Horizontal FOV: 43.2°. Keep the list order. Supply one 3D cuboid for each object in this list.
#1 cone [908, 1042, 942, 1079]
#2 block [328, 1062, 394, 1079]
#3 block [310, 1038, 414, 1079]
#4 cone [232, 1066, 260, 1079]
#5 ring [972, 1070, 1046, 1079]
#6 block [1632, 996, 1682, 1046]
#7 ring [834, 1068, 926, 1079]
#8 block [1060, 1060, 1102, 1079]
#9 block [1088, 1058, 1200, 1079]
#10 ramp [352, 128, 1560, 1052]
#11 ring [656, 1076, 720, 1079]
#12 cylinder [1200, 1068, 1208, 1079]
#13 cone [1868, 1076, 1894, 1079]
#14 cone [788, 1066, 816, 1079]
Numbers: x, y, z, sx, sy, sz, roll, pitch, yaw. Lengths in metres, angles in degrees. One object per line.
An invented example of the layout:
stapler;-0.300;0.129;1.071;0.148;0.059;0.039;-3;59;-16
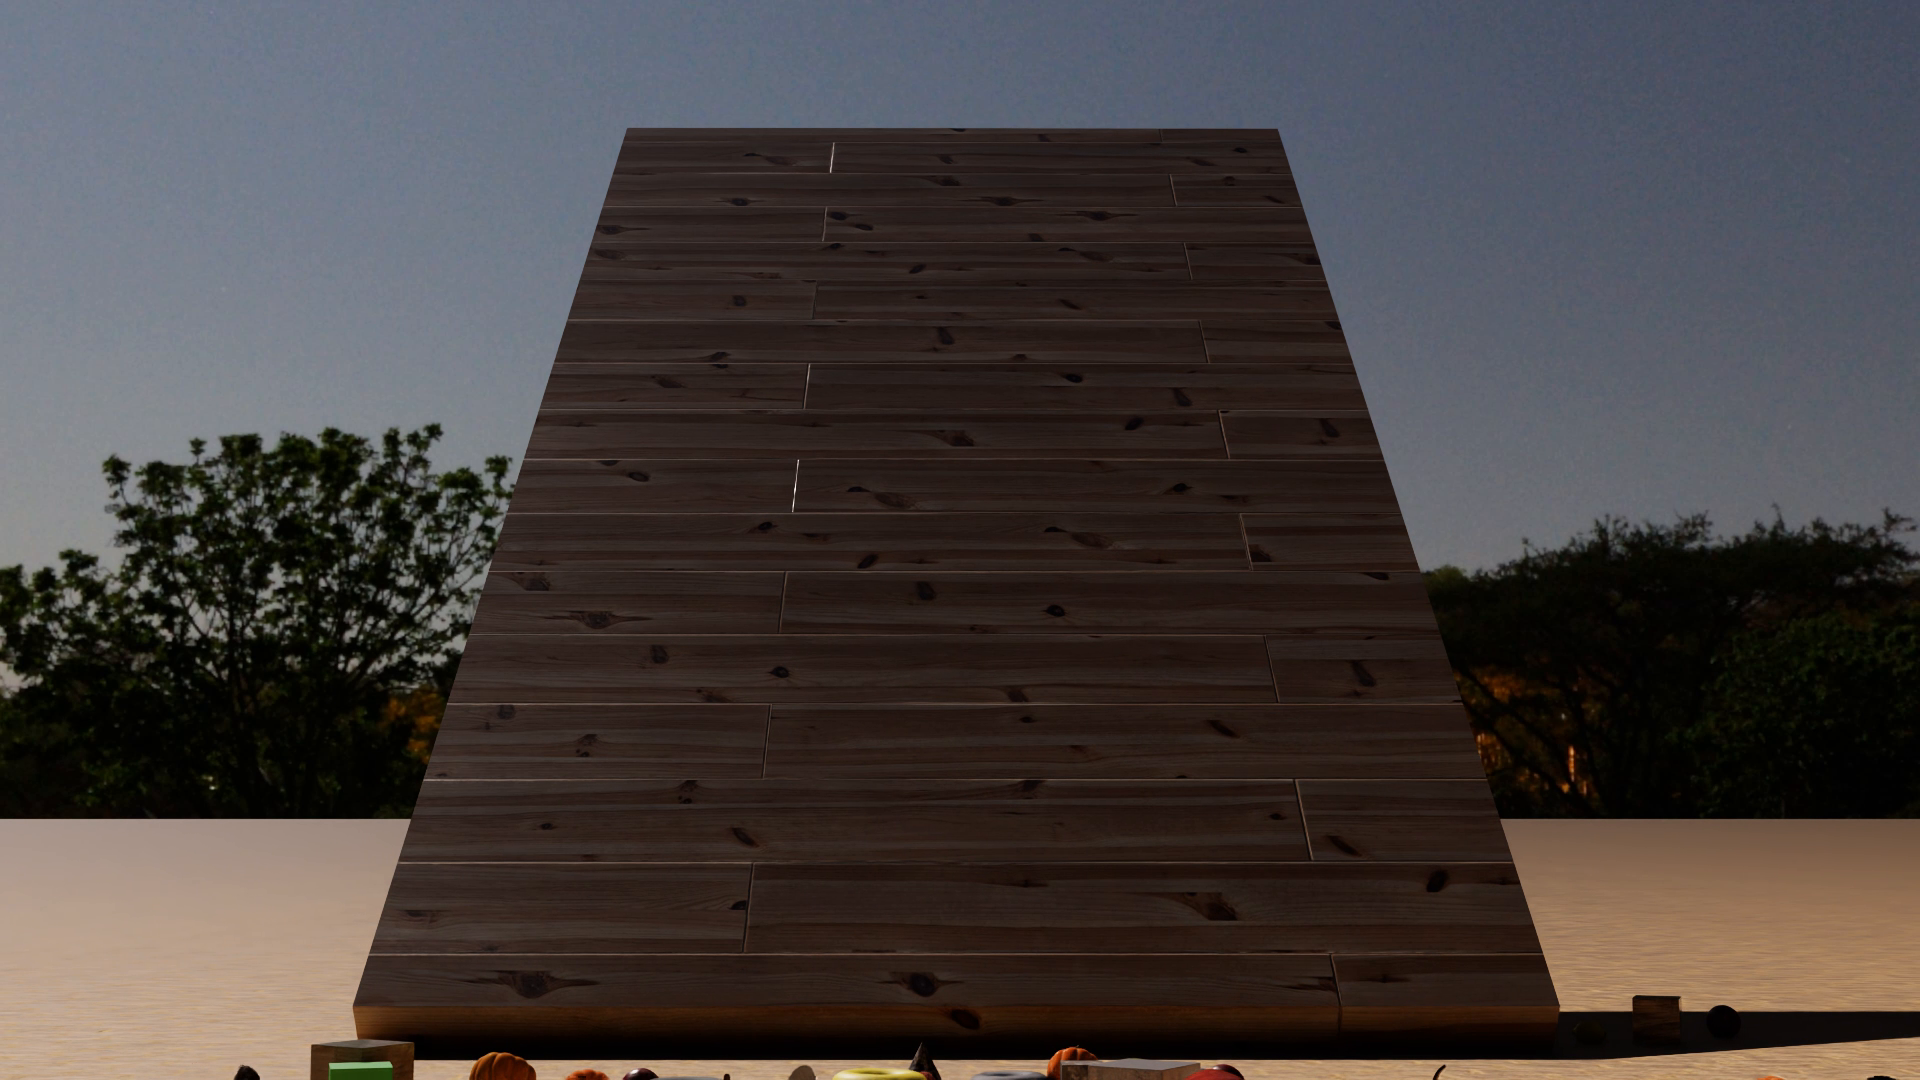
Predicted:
cone;-0.054;0.761;3.514;0.070;0.070;0.070;0;-6;0
block;-0.768;0.711;3.103;0.077;0.077;0.077;2;-7;-16
block;-0.792;0.715;3.213;0.094;0.094;0.094;-4;-8;32
cone;-1.014;0.771;3.394;0.053;0.053;0.053;-29;-13;12
ring;0.068;0.761;3.369;0.116;0.039;0.116;-1;-7;0
block;1.218;0.838;4.235;0.078;0.078;0.078;-2;-7;20
ring;-0.110;0.753;3.329;0.138;0.046;0.138;1;-7;0
block;0.168;0.745;3.319;0.058;0.058;0.058;0;-6;0
block;0.221;0.677;2.898;0.099;0.099;0.099;-4;-8;32
ramp;-0.014;-0.204;5.762;2.000;0.100;4.000;0;31;0
ring;-0.360;0.735;3.184;0.144;0.048;0.144;0;-5;0
cylinder;0.272;0.707;3.063;0.077;0.077;0.077;0;-6;-3
cone;1.144;0.722;3.021;0.083;0.083;0.083;-1;-33;5
cone;-0.208;0.772;3.407;0.052;0.052;0.052;-6;-36;44
